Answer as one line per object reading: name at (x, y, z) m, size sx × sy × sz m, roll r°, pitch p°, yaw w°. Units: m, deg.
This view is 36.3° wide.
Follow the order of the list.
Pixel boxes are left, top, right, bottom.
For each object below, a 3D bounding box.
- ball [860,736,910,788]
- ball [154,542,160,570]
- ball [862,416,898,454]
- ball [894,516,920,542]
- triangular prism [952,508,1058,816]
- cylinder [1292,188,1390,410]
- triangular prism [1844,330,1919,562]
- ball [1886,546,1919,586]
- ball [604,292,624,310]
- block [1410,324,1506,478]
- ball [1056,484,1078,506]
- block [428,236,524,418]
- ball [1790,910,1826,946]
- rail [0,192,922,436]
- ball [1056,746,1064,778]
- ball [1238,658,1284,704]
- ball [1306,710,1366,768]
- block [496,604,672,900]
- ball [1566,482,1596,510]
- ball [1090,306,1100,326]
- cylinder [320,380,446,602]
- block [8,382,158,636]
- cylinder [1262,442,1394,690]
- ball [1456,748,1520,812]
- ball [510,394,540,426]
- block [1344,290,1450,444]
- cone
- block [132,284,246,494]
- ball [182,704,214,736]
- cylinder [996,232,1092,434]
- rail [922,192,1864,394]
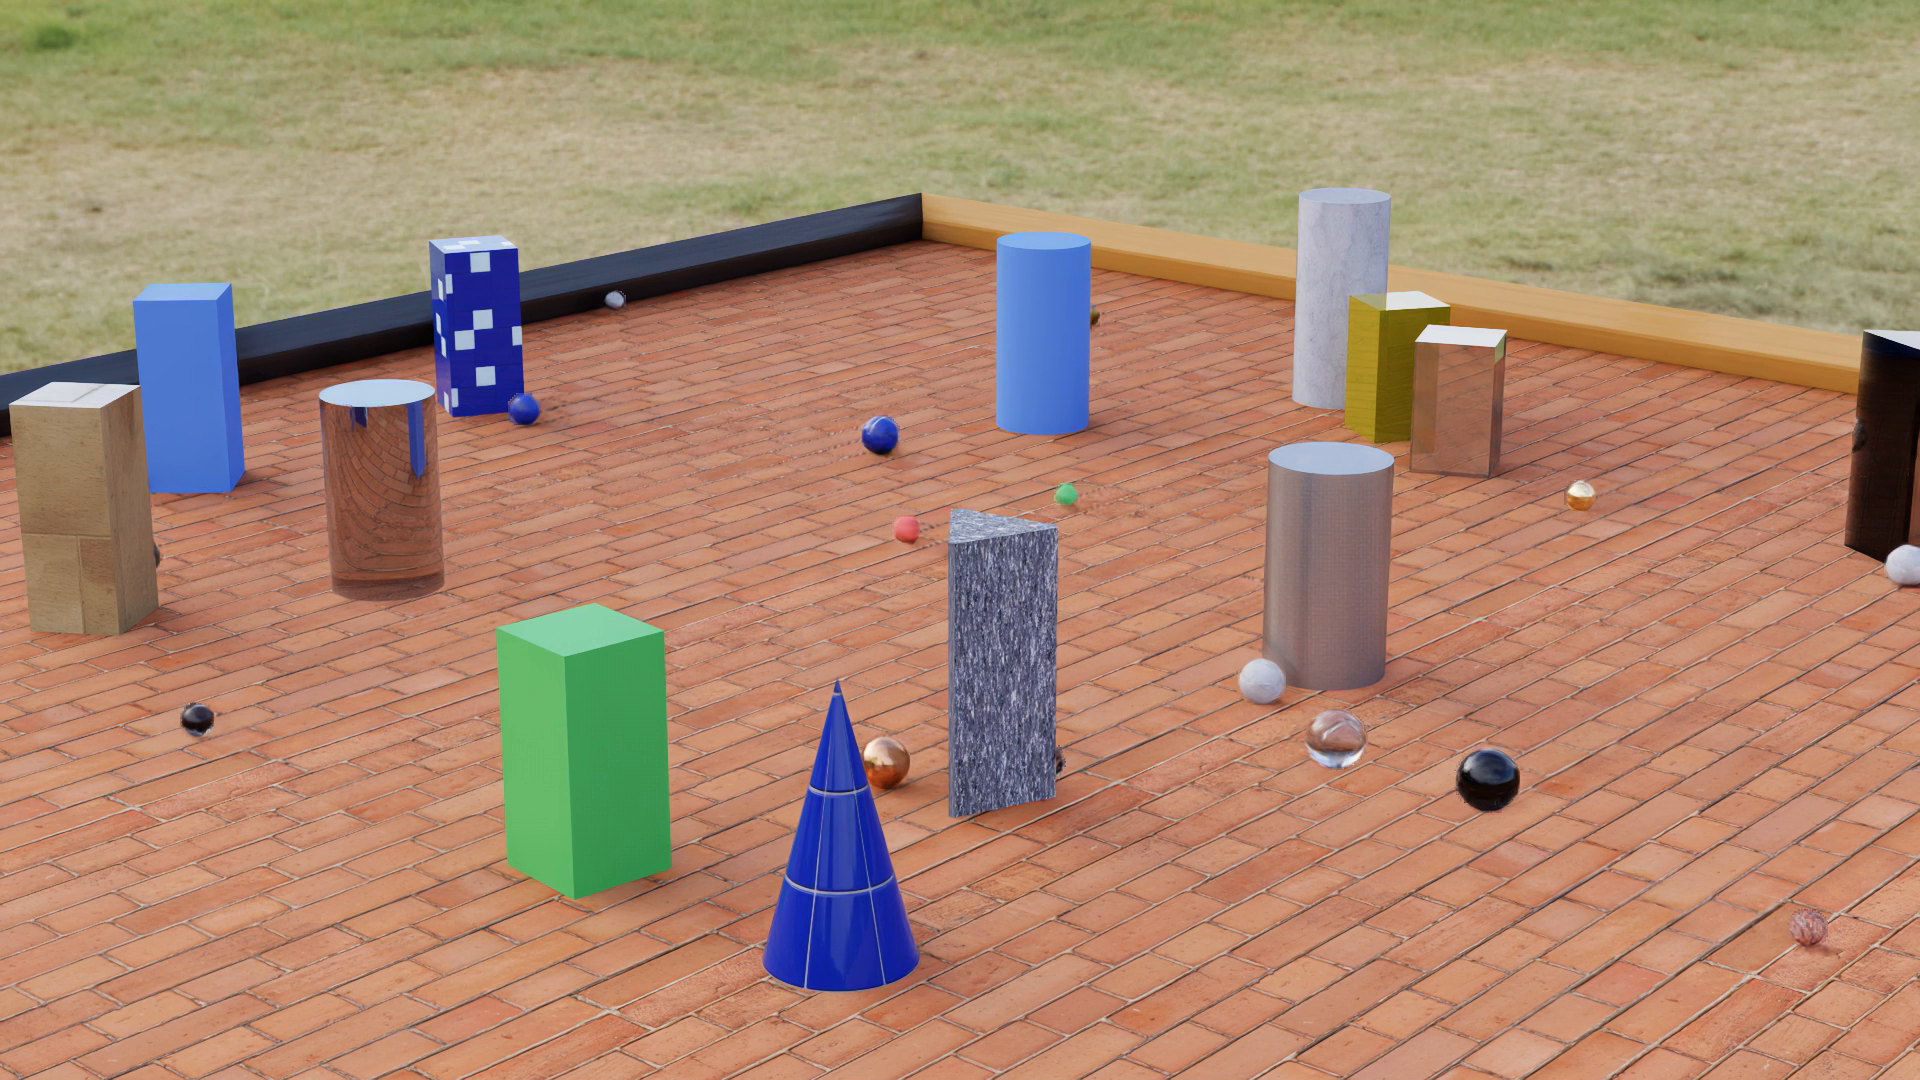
ball at (-0.110, 0.322, 4.256) m, size 0.074 × 0.074 × 0.074 m, roll 0°, pitch 17°, yaw 0°
ball at (-1.464, 0.031, 5.201) m, size 0.087 × 0.087 × 0.087 m, roll 0°, pitch 17°, yaw 0°
ball at (-0.165, -0.215, 6.035) m, size 0.077 × 0.077 × 0.077 m, roll 0°, pitch 17°, yaw 0°
ball at (-0.099, -0.020, 5.433) m, size 0.050 × 0.050 × 0.050 m, roll 0°, pitch 17°, yaw 0°
triangular prism at (0.027, 0.168, 4.195) m, size 0.172 × 0.405 × 0.149 m, roll -9°, pitch 19°, yaw -27°
cylinder at (0.835, -0.530, 6.429) m, size 0.199 × 0.454 × 0.199 m, roll 0°, pitch 17°, yaw 0°
triangular prism at (1.694, -0.172, 5.322) m, size 0.149 × 0.406 × 0.172 m, roll 14°, pitch 22°, yaw 38°
ball at (1.674, 0.045, 5.180) m, size 0.072 × 0.072 × 0.072 m, roll 0°, pitch 17°, yaw 0°
ball at (-0.869, -0.601, 7.368) m, size 0.047 × 0.047 × 0.047 m, roll 0°, pitch 17°, yaw 0°
block at (1.005, -0.280, 5.916) m, size 0.159 × 0.270 × 0.159 m, roll 5°, pitch 18°, yaw 18°
ball at (0.207, -0.087, 5.674) m, size 0.041 × 0.041 × 0.041 m, roll 0°, pitch 17°, yaw 0°
block at (-1.051, -0.467, 6.380) m, size 0.159 × 0.360 × 0.159 m, roll -7°, pitch 18°, yaw -21°
ball at (1.080, 0.494, 3.737) m, size 0.044 × 0.044 × 0.044 m, roll 0°, pitch 17°, yaw 0°
rail at (-1.671, -0.386, 6.509) m, size 0.045 × 0.129 × 4.821 m, roll 14°, pitch 22°, yaw 39°
ball at (0.119, 0.324, 4.272) m, size 0.062 × 0.062 × 0.062 m, roll 0°, pitch 17°, yaw 0°
ball at (0.472, 0.222, 4.596) m, size 0.071 × 0.071 × 0.071 m, roll 0°, pitch 17°, yaw 0°
ball at (0.554, 0.294, 4.327) m, size 0.088 × 0.088 × 0.088 m, roll 0°, pitch 17°, yaw 0°
block at (-0.503, 0.281, 3.934) m, size 0.159 × 0.340 × 0.159 m, roll -14°, pitch 22°, yaw -40°
ball at (1.193, -0.085, 5.638) m, size 0.057 × 0.057 × 0.057 m, roll 0°, pitch 17°, yaw 0°
ball at (0.320, -0.551, 7.204) m, size 0.045 × 0.045 × 0.045 m, roll 0°, pitch 17°, yaw 0°
cylinder at (-1.013, -0.089, 5.144) m, size 0.199 × 0.349 × 0.199 m, roll 0°, pitch 17°, yaw 0°
block at (-1.476, -0.054, 4.951) m, size 0.159 × 0.394 × 0.159 m, roll 3°, pitch 17°, yaw 9°
cylinder at (0.589, 0.040, 4.703) m, size 0.199 × 0.356 × 0.199 m, roll 0°, pitch 17°, yaw 0°
ball at (0.751, 0.341, 4.167) m, size 0.090 × 0.090 × 0.090 m, roll 0°, pitch 17°, yaw 0°
ball at (-0.930, -0.279, 6.265) m, size 0.066 × 0.066 × 0.066 m, roll 0°, pitch 17°, yaw 0°
block at (0.921, -0.366, 6.179) m, size 0.159 × 0.283 × 0.159 m, roll -5°, pitch 17°, yaw -15°
cone at (-0.150, 0.348, 3.647) m, size 0.199 × 0.377 × 0.199 m, roll 0°, pitch 17°, yaw 0°
block at (-1.518, -0.300, 5.781) m, size 0.159 × 0.386 × 0.159 m, roll -1°, pitch 17°, yaw -3°
ball at (-1.159, 0.275, 4.459) m, size 0.049 × 0.049 × 0.049 m, roll 0°, pitch 17°, yaw 0°
cylinder at (0.177, -0.440, 6.228) m, size 0.199 × 0.397 × 0.199 m, roll 0°, pitch 17°, yaw 0°
rail at (1.565, -0.487, 6.845) m, size 4.472 × 0.129 × 0.045 m, roll 14°, pitch 22°, yaw 39°
